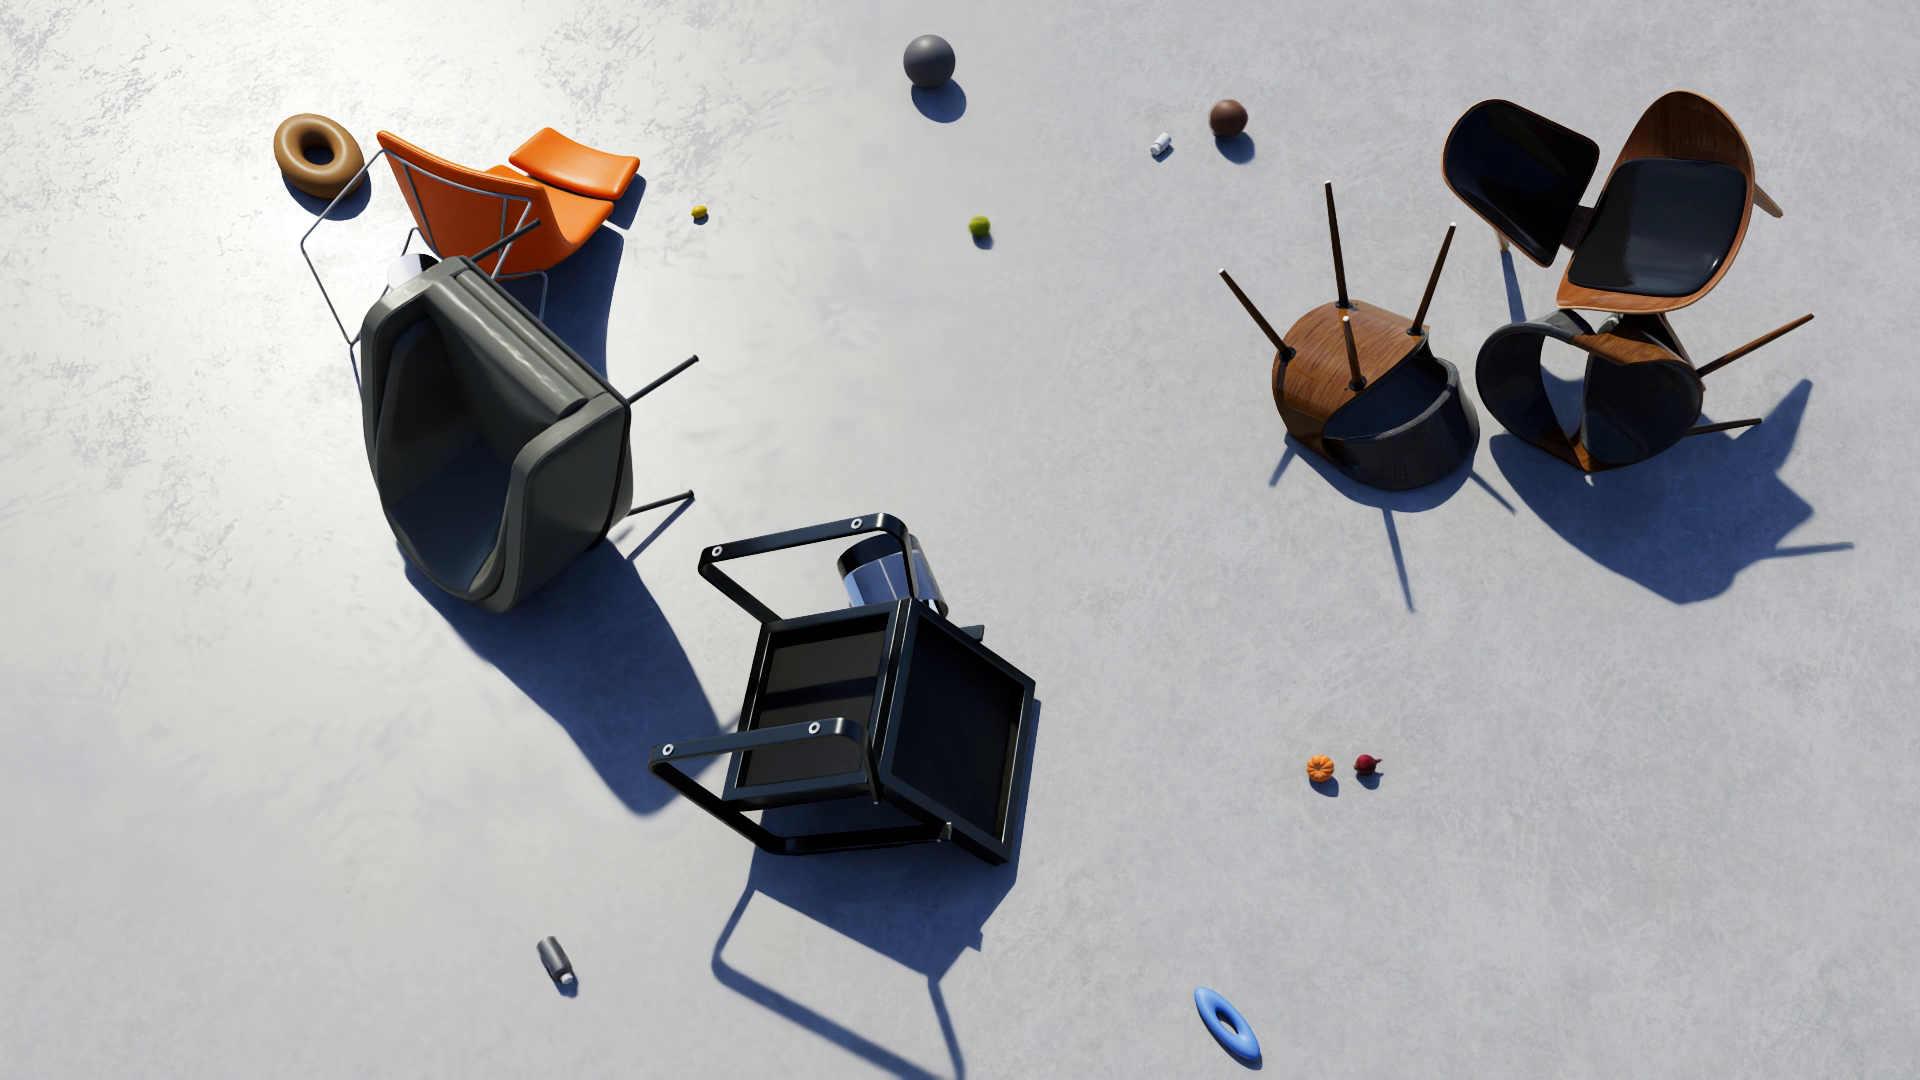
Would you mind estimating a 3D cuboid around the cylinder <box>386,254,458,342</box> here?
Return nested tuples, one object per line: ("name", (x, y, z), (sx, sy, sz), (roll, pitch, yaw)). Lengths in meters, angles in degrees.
("cylinder", (-1.699, -0.766, 6.949), (0.178, 0.230, 0.169), (16, 58, 11))

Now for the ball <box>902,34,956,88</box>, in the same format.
("ball", (-0.105, -1.647, 7.570), (0.182, 0.182, 0.182), (0, 56, 0))

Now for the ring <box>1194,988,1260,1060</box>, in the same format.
("ring", (0.693, 1.254, 5.709), (0.086, 0.039, 0.242), (-32, 61, -21))

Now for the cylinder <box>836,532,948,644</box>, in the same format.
("cylinder", (-0.196, 0.139, 6.355), (0.258, 0.206, 0.247), (-12, 57, -19))

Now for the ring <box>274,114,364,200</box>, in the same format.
("ring", (-2.150, -1.288, 7.377), (0.266, 0.104, 0.413), (-31, 61, -20))
